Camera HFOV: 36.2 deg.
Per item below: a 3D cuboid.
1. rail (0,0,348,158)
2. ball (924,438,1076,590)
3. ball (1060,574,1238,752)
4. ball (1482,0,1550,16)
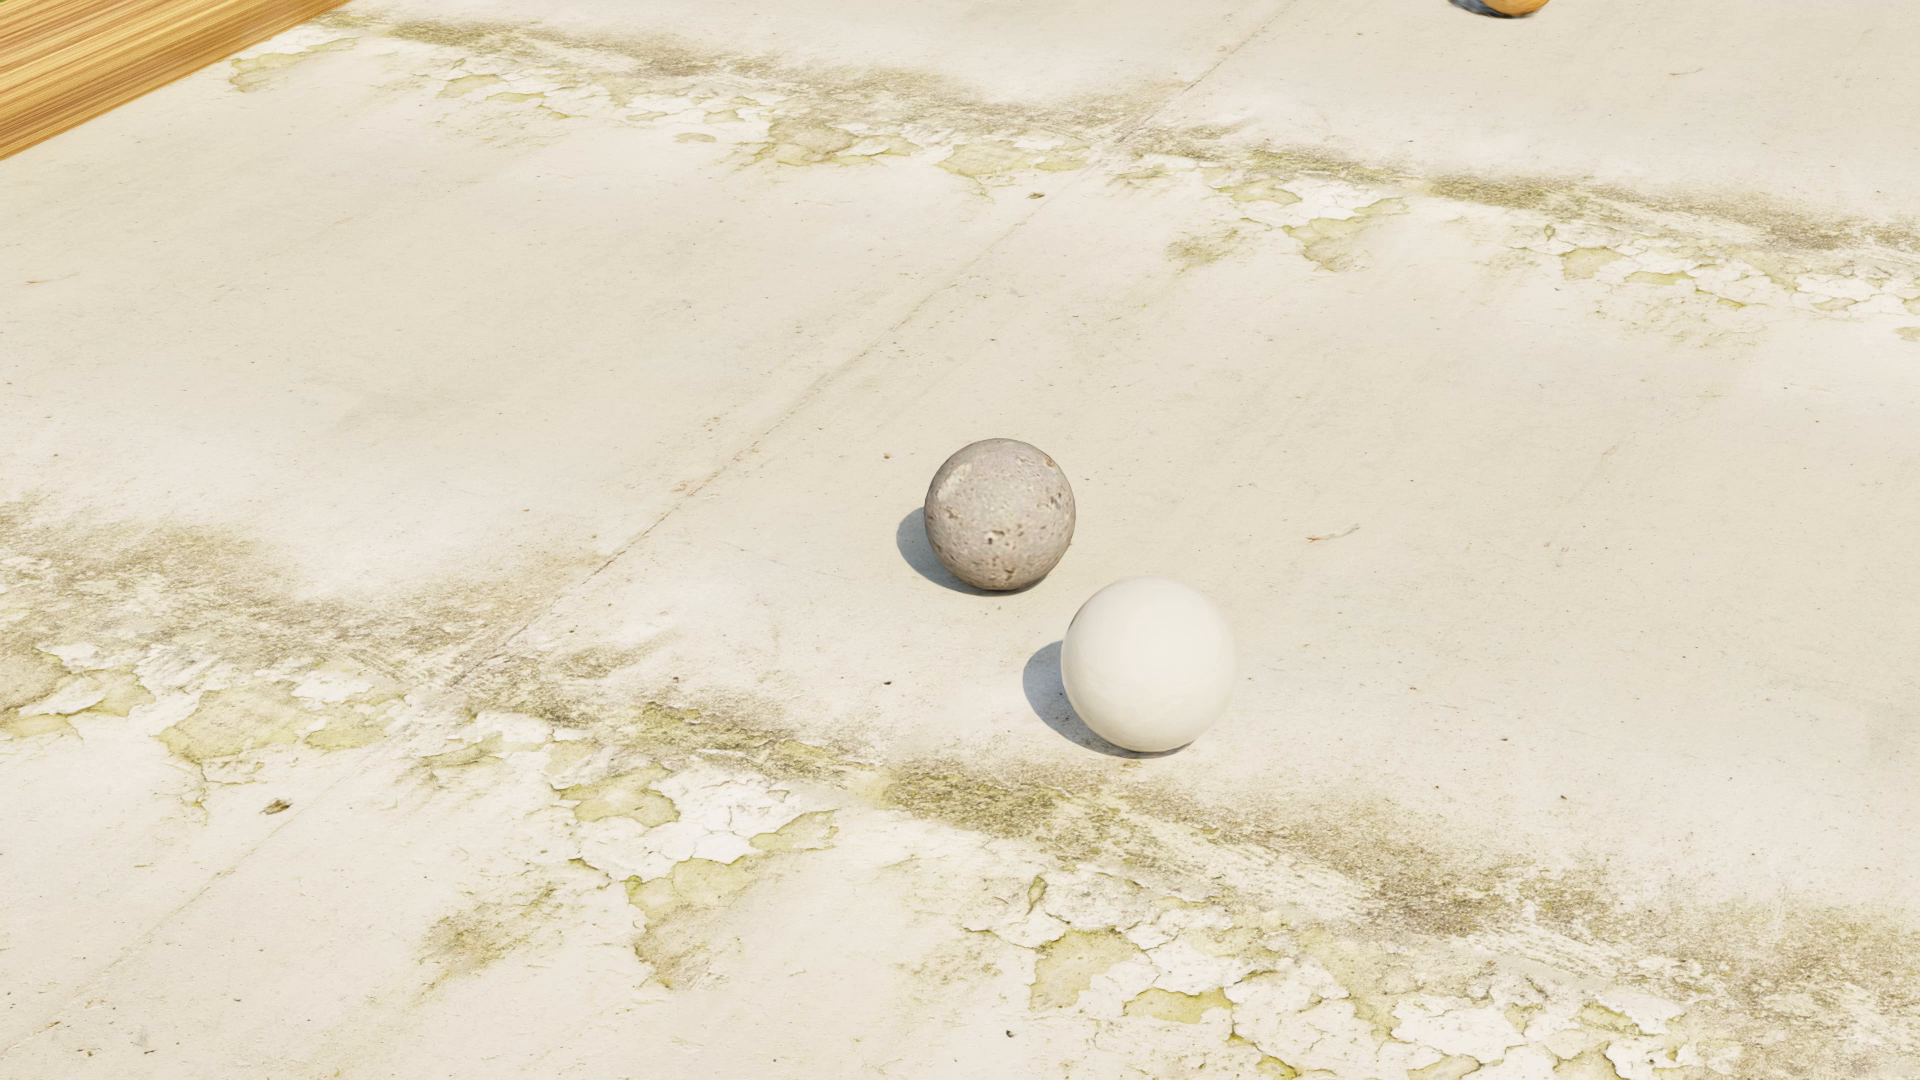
[{"bbox_3d":[-0.538,-0.595,2.834,0.045,0.124,3.716,12,29,22],"label":"rail"},{"bbox_3d":[0.024,-0.015,1.744,0.091,0.091,0.091,0,27,0],"label":"ball"},{"bbox_3d":[0.102,0.066,1.580,0.096,0.096,0.096,0,27,0],"label":"ball"},{"bbox_3d":[0.524,-0.537,2.766,0.086,0.086,0.086,0,27,0],"label":"ball"}]
